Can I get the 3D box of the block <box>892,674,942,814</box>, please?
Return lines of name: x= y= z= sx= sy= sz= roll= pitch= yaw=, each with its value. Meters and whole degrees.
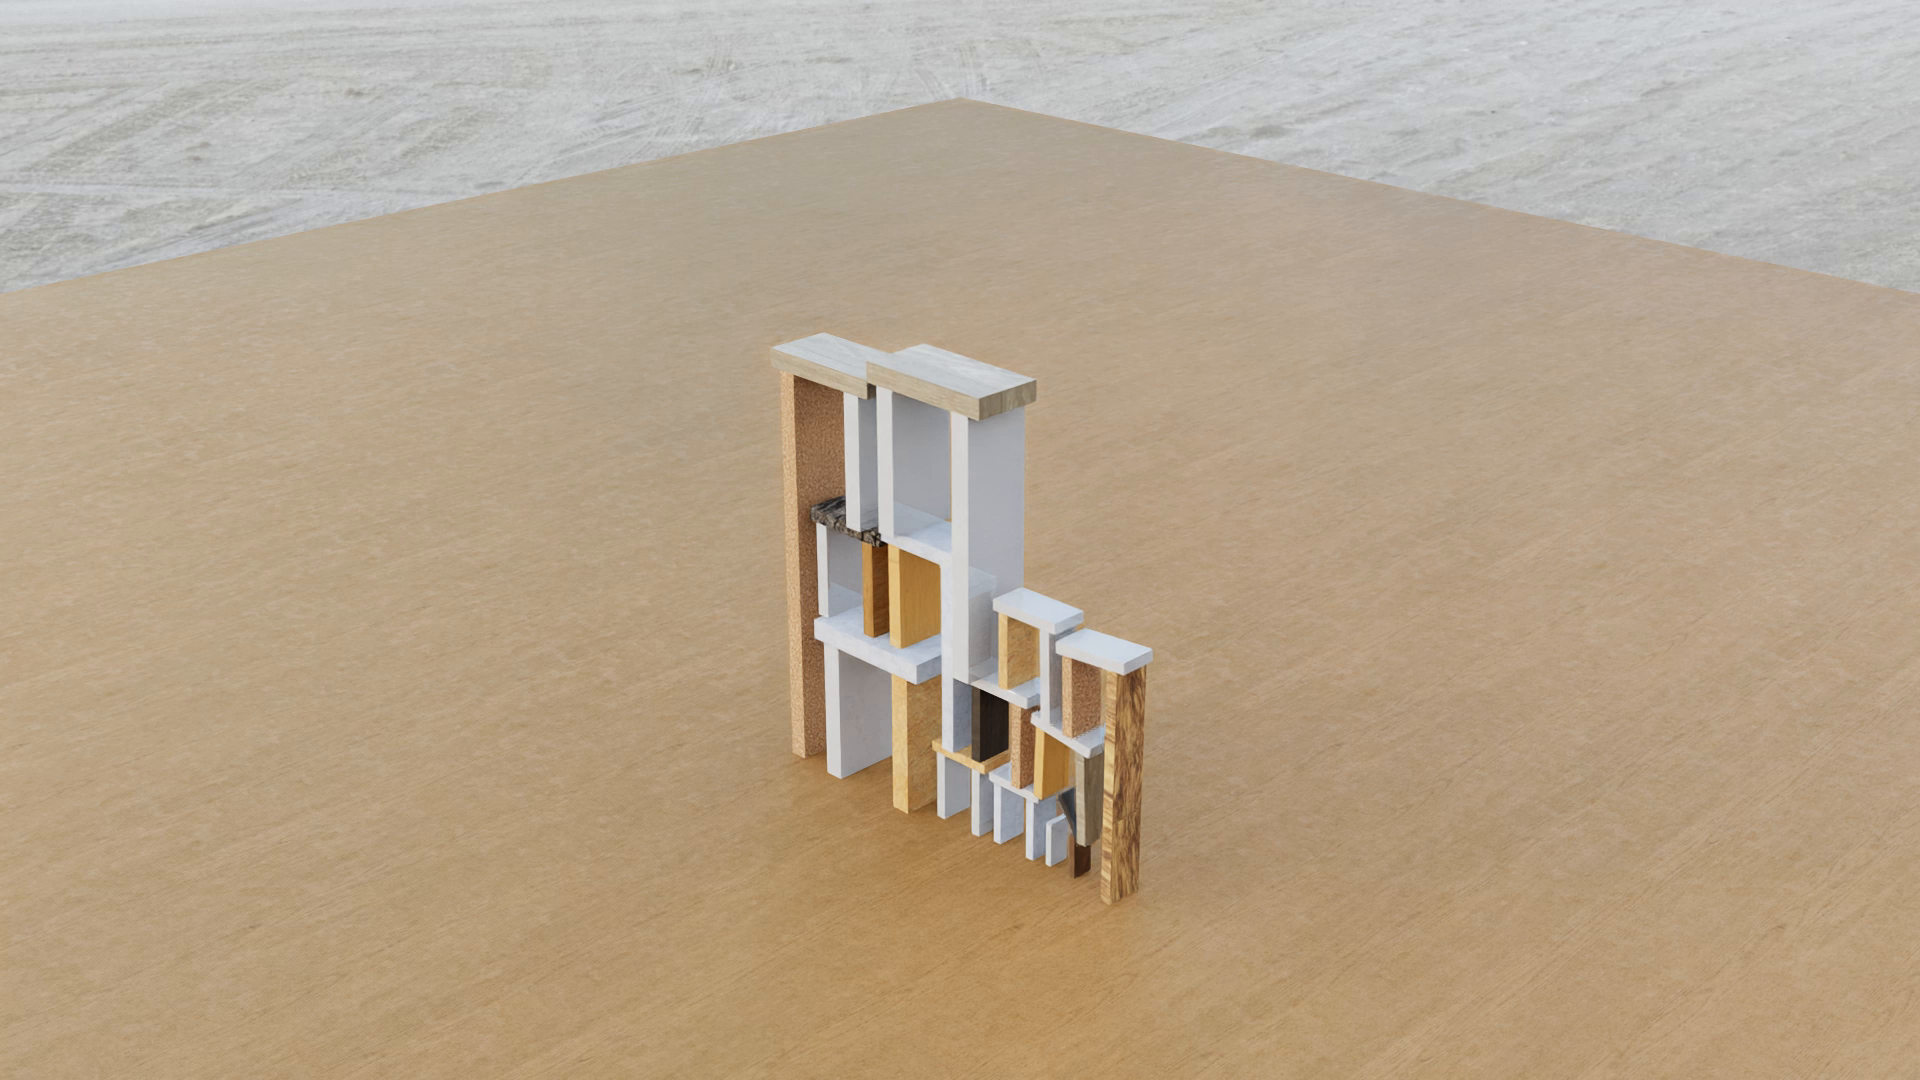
block: x=-0.067 y=0.389 z=4.458 sx=0.043 sy=0.301 sz=0.151 roll=21 pitch=31 yaw=41

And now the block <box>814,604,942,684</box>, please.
block: x=-0.138 y=0.203 z=4.457 sx=0.301 sy=0.043 sz=0.151 roll=21 pitch=31 yaw=41

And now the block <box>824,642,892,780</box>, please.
block: x=-0.209 y=0.333 z=4.589 sx=0.043 sy=0.301 sz=0.151 roll=21 pitch=31 yaw=41

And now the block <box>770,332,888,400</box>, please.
block: x=-0.227 y=-0.344 z=4.323 sx=0.282 sy=0.040 sz=0.141 roll=21 pitch=31 yaw=41

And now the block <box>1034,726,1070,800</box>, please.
block: x=0.177 y=0.415 z=4.207 sx=0.021 sy=0.150 sz=0.075 roll=23 pitch=32 yaw=40

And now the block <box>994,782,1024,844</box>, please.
block: x=0.097 y=0.529 z=4.346 sx=0.019 sy=0.131 sz=0.066 roll=21 pitch=31 yaw=41

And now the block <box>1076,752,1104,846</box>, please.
block: x=0.252 y=0.477 z=4.153 sx=0.021 sy=0.193 sz=0.075 roll=18 pitch=29 yaw=41

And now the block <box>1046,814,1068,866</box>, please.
block: x=0.188 y=0.583 z=4.268 sx=0.013 sy=0.094 sz=0.047 roll=21 pitch=31 yaw=41

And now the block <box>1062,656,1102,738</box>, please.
block: x=0.227 y=0.279 z=4.088 sx=0.082 sy=0.164 sz=0.023 roll=-21 pitch=29 yaw=-41

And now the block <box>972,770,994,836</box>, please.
block: x=0.056 y=0.510 z=4.373 sx=0.073 sy=0.146 sz=0.021 roll=-21 pitch=31 yaw=-41

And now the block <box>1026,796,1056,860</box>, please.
block: x=0.158 y=0.553 z=4.289 sx=0.066 sy=0.131 sz=0.019 roll=-21 pitch=31 yaw=-41

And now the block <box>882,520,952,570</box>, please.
block: x=-0.039 y=0.003 z=4.274 sx=0.109 sy=0.031 sz=0.219 roll=-21 pitch=31 yaw=-40

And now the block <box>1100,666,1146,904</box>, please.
block: x=0.303 y=0.450 z=4.080 sx=0.023 sy=0.485 sz=0.082 roll=21 pitch=31 yaw=41

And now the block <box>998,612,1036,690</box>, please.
block: x=0.109 y=0.200 z=4.184 sx=0.079 sy=0.158 sz=0.022 roll=-21 pitch=31 yaw=-40

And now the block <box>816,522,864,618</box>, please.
block: x=-0.244 y=0.048 z=4.505 sx=0.102 sy=0.203 sz=0.029 roll=-21 pitch=31 yaw=-41

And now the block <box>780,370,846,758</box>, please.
block: x=-0.293 y=0.044 z=4.559 sx=0.040 sy=0.858 sz=0.141 roll=21 pitch=31 yaw=41

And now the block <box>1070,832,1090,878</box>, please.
block: x=0.231 y=0.599 z=4.228 sx=0.013 sy=0.094 sz=0.047 roll=20 pitch=30 yaw=41

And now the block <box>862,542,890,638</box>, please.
block: x=-0.148 y=0.086 z=4.417 sx=0.029 sy=0.203 sz=0.102 roll=21 pitch=31 yaw=41

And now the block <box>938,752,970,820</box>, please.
block: x=-0.012 y=0.483 z=4.436 sx=0.021 sy=0.146 sz=0.073 roll=21 pitch=31 yaw=41

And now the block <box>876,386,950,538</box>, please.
block: x=-0.088 y=-0.167 z=4.249 sx=0.151 sy=0.302 sz=0.043 roll=-20 pitch=30 yaw=-39

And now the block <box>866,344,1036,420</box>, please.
block: x=-0.018 y=-0.298 z=4.115 sx=0.151 sy=0.043 sz=0.302 roll=-21 pitch=31 yaw=-40

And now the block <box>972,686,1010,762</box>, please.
block: x=0.059 y=0.347 z=4.307 sx=0.081 sy=0.163 sz=0.023 roll=-21 pitch=31 yaw=-41

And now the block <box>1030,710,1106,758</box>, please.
block: x=0.214 y=0.356 z=4.141 sx=0.075 sy=0.021 sz=0.150 roll=-21 pitch=39 yaw=-41

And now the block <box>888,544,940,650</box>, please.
block: x=-0.090 y=0.097 z=4.370 sx=0.109 sy=0.219 sz=0.031 roll=-21 pitch=30 yaw=-40

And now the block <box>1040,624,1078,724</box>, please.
block: x=0.185 y=0.244 z=4.119 sx=0.022 sy=0.188 sz=0.079 roll=19 pitch=30 yaw=41

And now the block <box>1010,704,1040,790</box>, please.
block: x=0.136 y=0.385 z=4.240 sx=0.023 sy=0.179 sz=0.081 roll=21 pitch=31 yaw=40

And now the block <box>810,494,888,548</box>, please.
block: x=-0.196 y=-0.040 z=4.415 sx=0.203 sy=0.029 sz=0.102 roll=21 pitch=31 yaw=41

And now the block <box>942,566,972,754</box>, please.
block: x=0.014 y=0.219 z=4.310 sx=0.109 sy=0.396 sz=0.031 roll=-21 pitch=31 yaw=-40

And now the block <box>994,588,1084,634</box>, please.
block: x=0.146 y=0.132 z=4.115 sx=0.158 sy=0.022 sz=0.079 roll=21 pitch=31 yaw=41

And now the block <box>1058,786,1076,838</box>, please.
block: x=0.224 y=0.521 z=4.203 sx=0.047 sy=0.094 sz=0.013 roll=-21 pitch=-4 yaw=-41

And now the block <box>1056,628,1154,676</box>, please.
block: x=0.263 y=0.203 z=4.017 sx=0.164 sy=0.023 sz=0.082 roll=16 pitch=28 yaw=42

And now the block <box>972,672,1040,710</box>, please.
block: x=0.098 y=0.277 z=4.236 sx=0.081 sy=0.023 sz=0.163 roll=-21 pitch=31 yaw=-40

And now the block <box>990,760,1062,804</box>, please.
block: x=0.127 y=0.472 z=4.288 sx=0.131 sy=0.019 sz=0.066 roll=22 pitch=31 yaw=40

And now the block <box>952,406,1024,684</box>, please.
block: x=0.054 y=0.000 z=4.164 sx=0.151 sy=0.543 sz=0.043 roll=-21 pitch=31 yaw=-40

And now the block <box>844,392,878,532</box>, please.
block: x=-0.160 y=-0.170 z=4.324 sx=0.040 sy=0.282 sz=0.141 roll=21 pitch=31 yaw=41

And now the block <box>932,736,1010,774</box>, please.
block: x=0.022 y=0.420 z=4.372 sx=0.073 sy=0.021 sz=0.146 roll=-21 pitch=31 yaw=-41
